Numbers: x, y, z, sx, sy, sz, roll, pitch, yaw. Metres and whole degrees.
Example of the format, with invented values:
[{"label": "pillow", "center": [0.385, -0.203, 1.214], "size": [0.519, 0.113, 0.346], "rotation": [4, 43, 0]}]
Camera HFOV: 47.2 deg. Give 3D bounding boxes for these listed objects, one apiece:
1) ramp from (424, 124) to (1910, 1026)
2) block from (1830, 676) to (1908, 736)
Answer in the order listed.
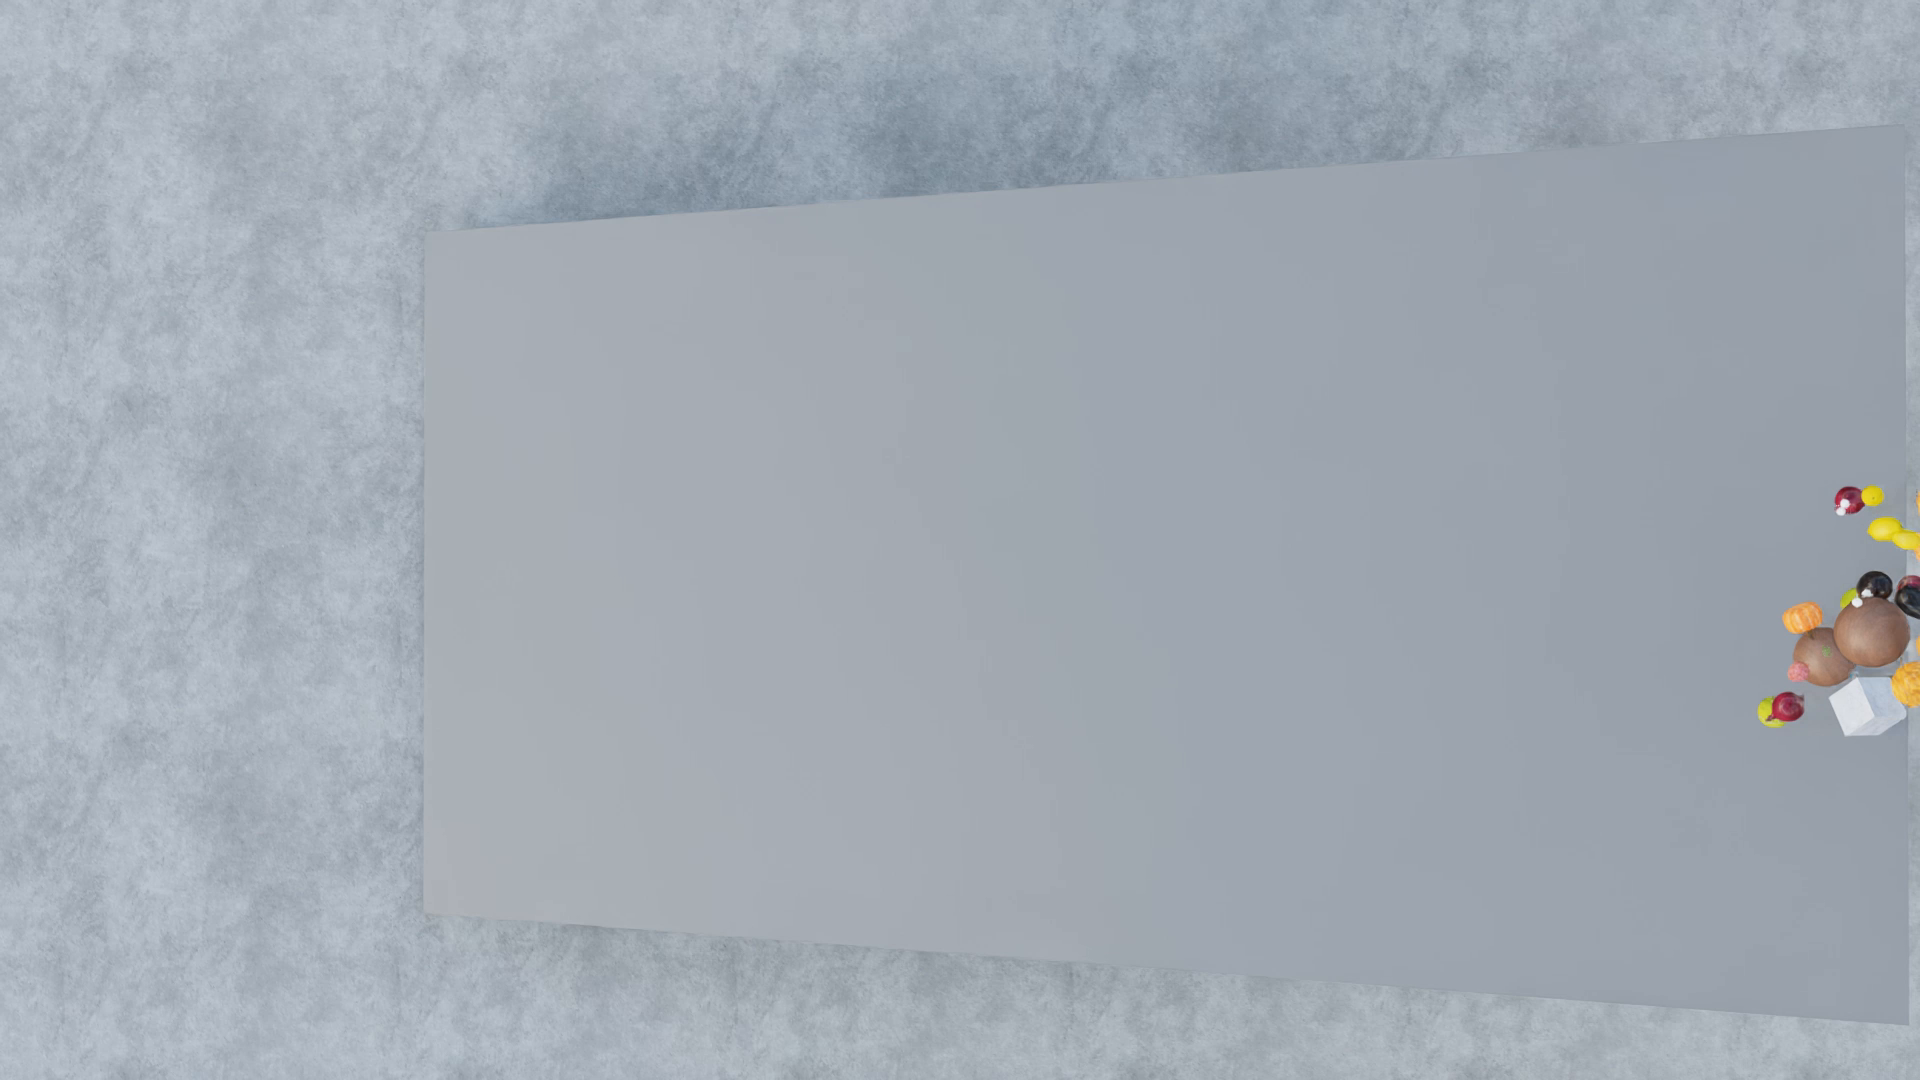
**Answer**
[{"label": "ramp", "center": [0.283, 0.084, 5.714], "size": [4.000, 0.100, 2.000], "rotation": [0, 89, 23]}, {"label": "block", "center": [1.790, 0.328, 4.334], "size": [0.086, 0.086, 0.086], "rotation": [0, 59, -23]}]
